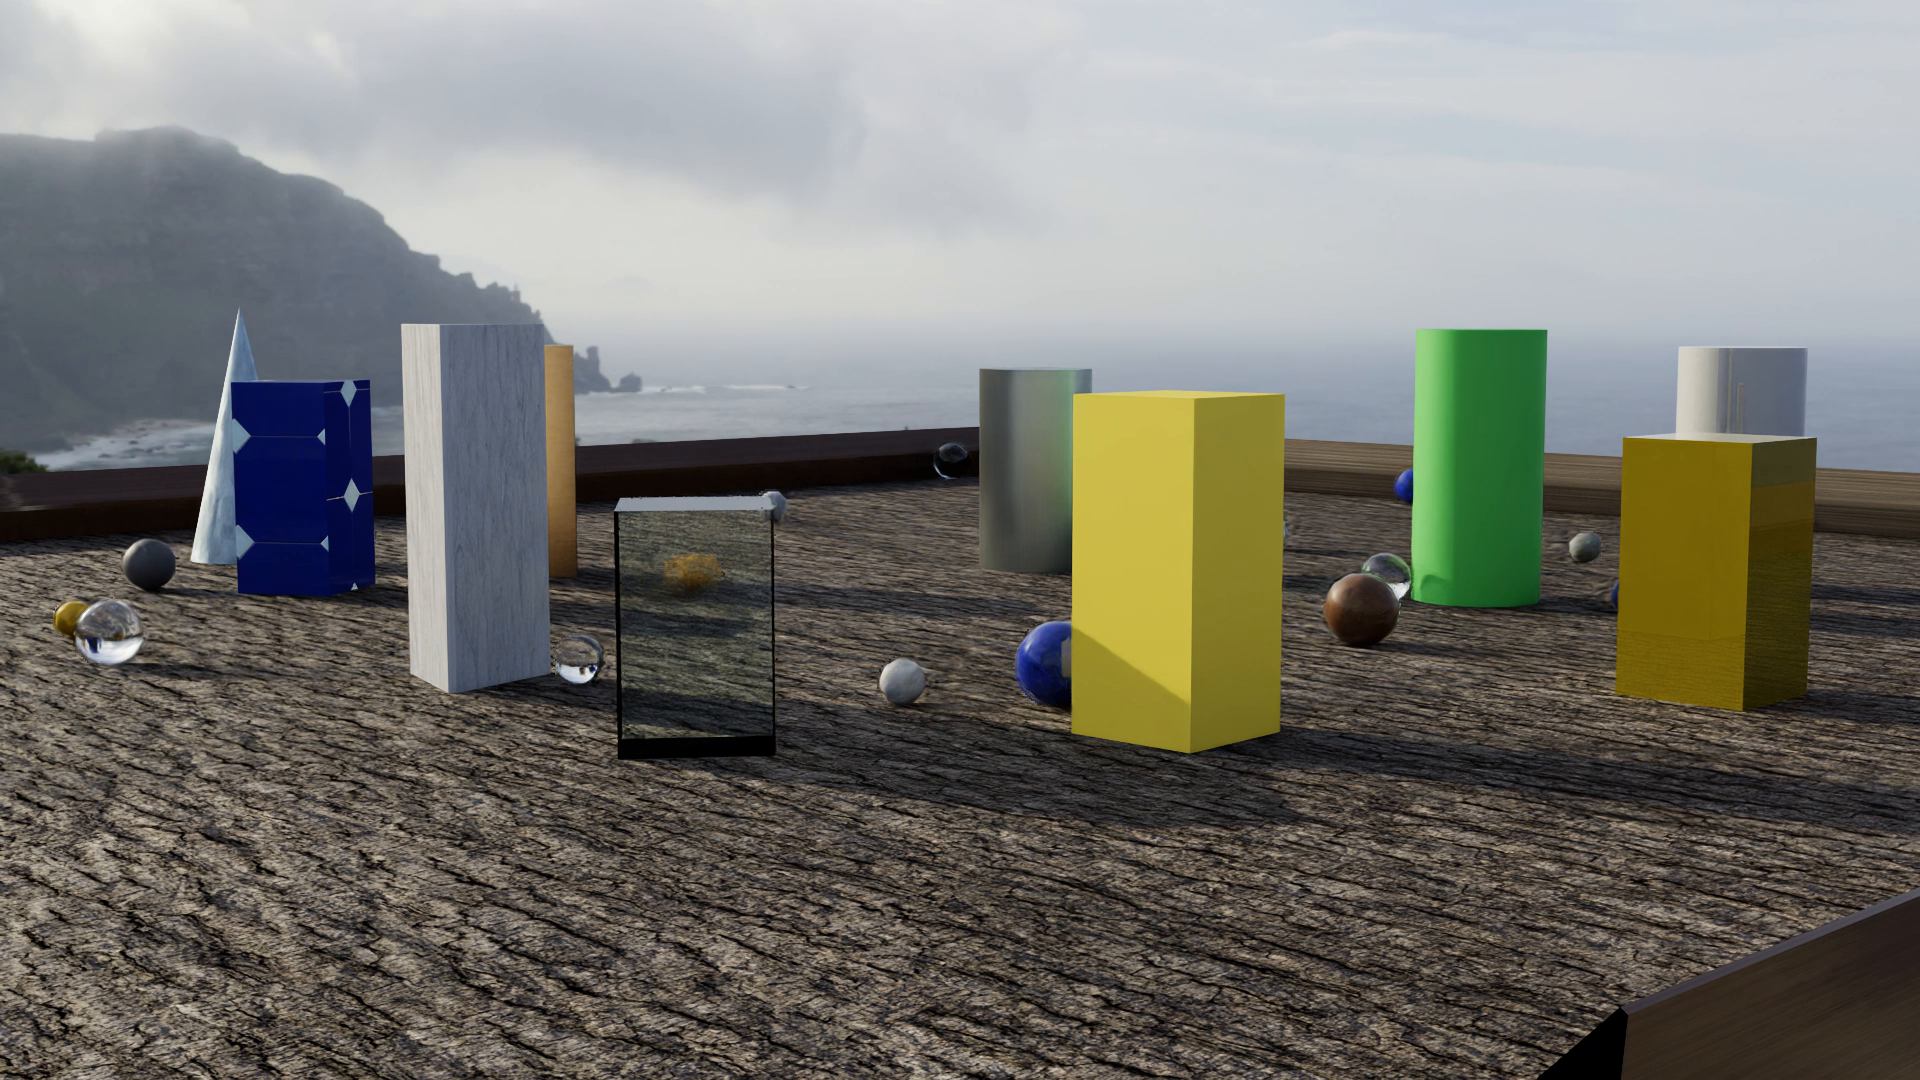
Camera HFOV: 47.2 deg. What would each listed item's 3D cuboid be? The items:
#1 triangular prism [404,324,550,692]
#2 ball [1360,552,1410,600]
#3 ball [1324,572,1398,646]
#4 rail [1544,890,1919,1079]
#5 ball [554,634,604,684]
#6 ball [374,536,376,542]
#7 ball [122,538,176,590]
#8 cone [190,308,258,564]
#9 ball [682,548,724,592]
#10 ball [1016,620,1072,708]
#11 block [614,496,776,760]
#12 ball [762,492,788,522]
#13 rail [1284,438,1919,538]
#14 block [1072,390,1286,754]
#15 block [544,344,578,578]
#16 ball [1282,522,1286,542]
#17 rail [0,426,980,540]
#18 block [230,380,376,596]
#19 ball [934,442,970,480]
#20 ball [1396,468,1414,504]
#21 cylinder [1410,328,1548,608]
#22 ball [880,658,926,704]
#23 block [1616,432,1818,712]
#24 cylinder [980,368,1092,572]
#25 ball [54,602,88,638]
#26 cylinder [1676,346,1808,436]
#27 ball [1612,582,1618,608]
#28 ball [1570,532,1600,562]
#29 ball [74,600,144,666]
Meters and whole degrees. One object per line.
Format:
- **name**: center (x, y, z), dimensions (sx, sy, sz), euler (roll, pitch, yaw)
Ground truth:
- **triangular prism**: center (-0.611, -0.046, 2.650), dimensions (0.147, 0.427, 0.169), euler (4, 7, 31)
- **ball**: center (0.648, 0.057, 3.350), dimensions (0.077, 0.077, 0.077), euler (0, 6, 0)
- **ball**: center (0.533, 0.092, 2.921), dimensions (0.098, 0.098, 0.098), euler (0, 6, 0)
- **rail**: center (1.289, 0.179, 1.943), dimensions (4.035, 0.127, 0.045), euler (-5, 8, -42)
- **ball**: center (-0.455, 0.142, 2.626), dimensions (0.058, 0.058, 0.058), euler (0, 6, 0)
- **ball**: center (-1.109, -0.002, 4.091), dimensions (0.041, 0.041, 0.041), euler (0, 6, 0)
- **ball**: center (-1.294, 0.039, 3.511), dimensions (0.081, 0.081, 0.081), euler (0, 6, 0)
- **cone**: center (-1.282, -0.192, 3.935), dimensions (0.195, 0.451, 0.195), euler (0, 6, 0)
- **ball**: center (-0.408, 0.048, 3.488), dimensions (0.068, 0.068, 0.068), euler (0, 6, 0)
- **ball**: center (0.112, 0.139, 2.471), dimensions (0.097, 0.097, 0.097), euler (0, 6, 0)
- **block**: center (-0.271, 0.086, 2.258), dimensions (0.156, 0.248, 0.156), euler (-1, 6, -6)
- **ball**: center (-0.395, -0.071, 4.636), dimensions (0.064, 0.064, 0.064), euler (0, 6, 0)
- **rail**: center (1.465, -0.108, 4.677), dimensions (0.045, 0.127, 3.849), euler (-5, 8, -42)
- **block**: center (0.228, 0.026, 2.305), dimensions (0.156, 0.357, 0.156), euler (6, 8, 43)
- **block**: center (-0.729, -0.136, 3.713), dimensions (0.156, 0.385, 0.156), euler (-1, 6, -9)
- **ball**: center (0.576, -0.017, 4.104), dimensions (0.068, 0.068, 0.068), euler (0, 6, 0)
- **rail**: center (-1.289, -0.112, 4.721), dimensions (4.035, 0.127, 0.045), euler (-5, 8, -42)
- **block**: center (-1.045, -0.087, 3.507), dimensions (0.156, 0.332, 0.156), euler (1, 6, 11)
- **ball**: center (-0.023, -0.208, 5.792), dimensions (0.096, 0.096, 0.096), euler (0, 6, 0)
- **ball**: center (1.040, -0.122, 5.040), dimensions (0.083, 0.083, 0.083), euler (0, 6, 0)
- **cylinder**: center (0.796, -0.115, 3.378), dimensions (0.195, 0.414, 0.195), euler (0, 6, 0)
- **ball**: center (-0.065, 0.160, 2.487), dimensions (0.052, 0.052, 0.052), euler (0, 6, 0)
- **block**: center (0.873, 0.031, 2.540), dimensions (0.156, 0.299, 0.156), euler (-6, 8, -44)
- **cylinder**: center (0.131, -0.126, 3.818), dimensions (0.195, 0.343, 0.195), euler (0, 6, 0)
- **ball**: center (-1.202, 0.108, 2.986), dimensions (0.051, 0.051, 0.051), euler (0, 6, 0)
- **cylinder**: center (1.249, -0.116, 3.529), dimensions (0.195, 0.385, 0.195), euler (0, 6, 0)
- **ball**: center (0.986, 0.081, 3.237), dimensions (0.053, 0.053, 0.053), euler (0, 6, 0)
- **ball**: center (1.104, 0.013, 3.885), dimensions (0.053, 0.053, 0.053), euler (0, 6, 0)
- **ball**: center (-1.068, 0.116, 2.760), dimensions (0.082, 0.082, 0.082), euler (0, 6, 0)
